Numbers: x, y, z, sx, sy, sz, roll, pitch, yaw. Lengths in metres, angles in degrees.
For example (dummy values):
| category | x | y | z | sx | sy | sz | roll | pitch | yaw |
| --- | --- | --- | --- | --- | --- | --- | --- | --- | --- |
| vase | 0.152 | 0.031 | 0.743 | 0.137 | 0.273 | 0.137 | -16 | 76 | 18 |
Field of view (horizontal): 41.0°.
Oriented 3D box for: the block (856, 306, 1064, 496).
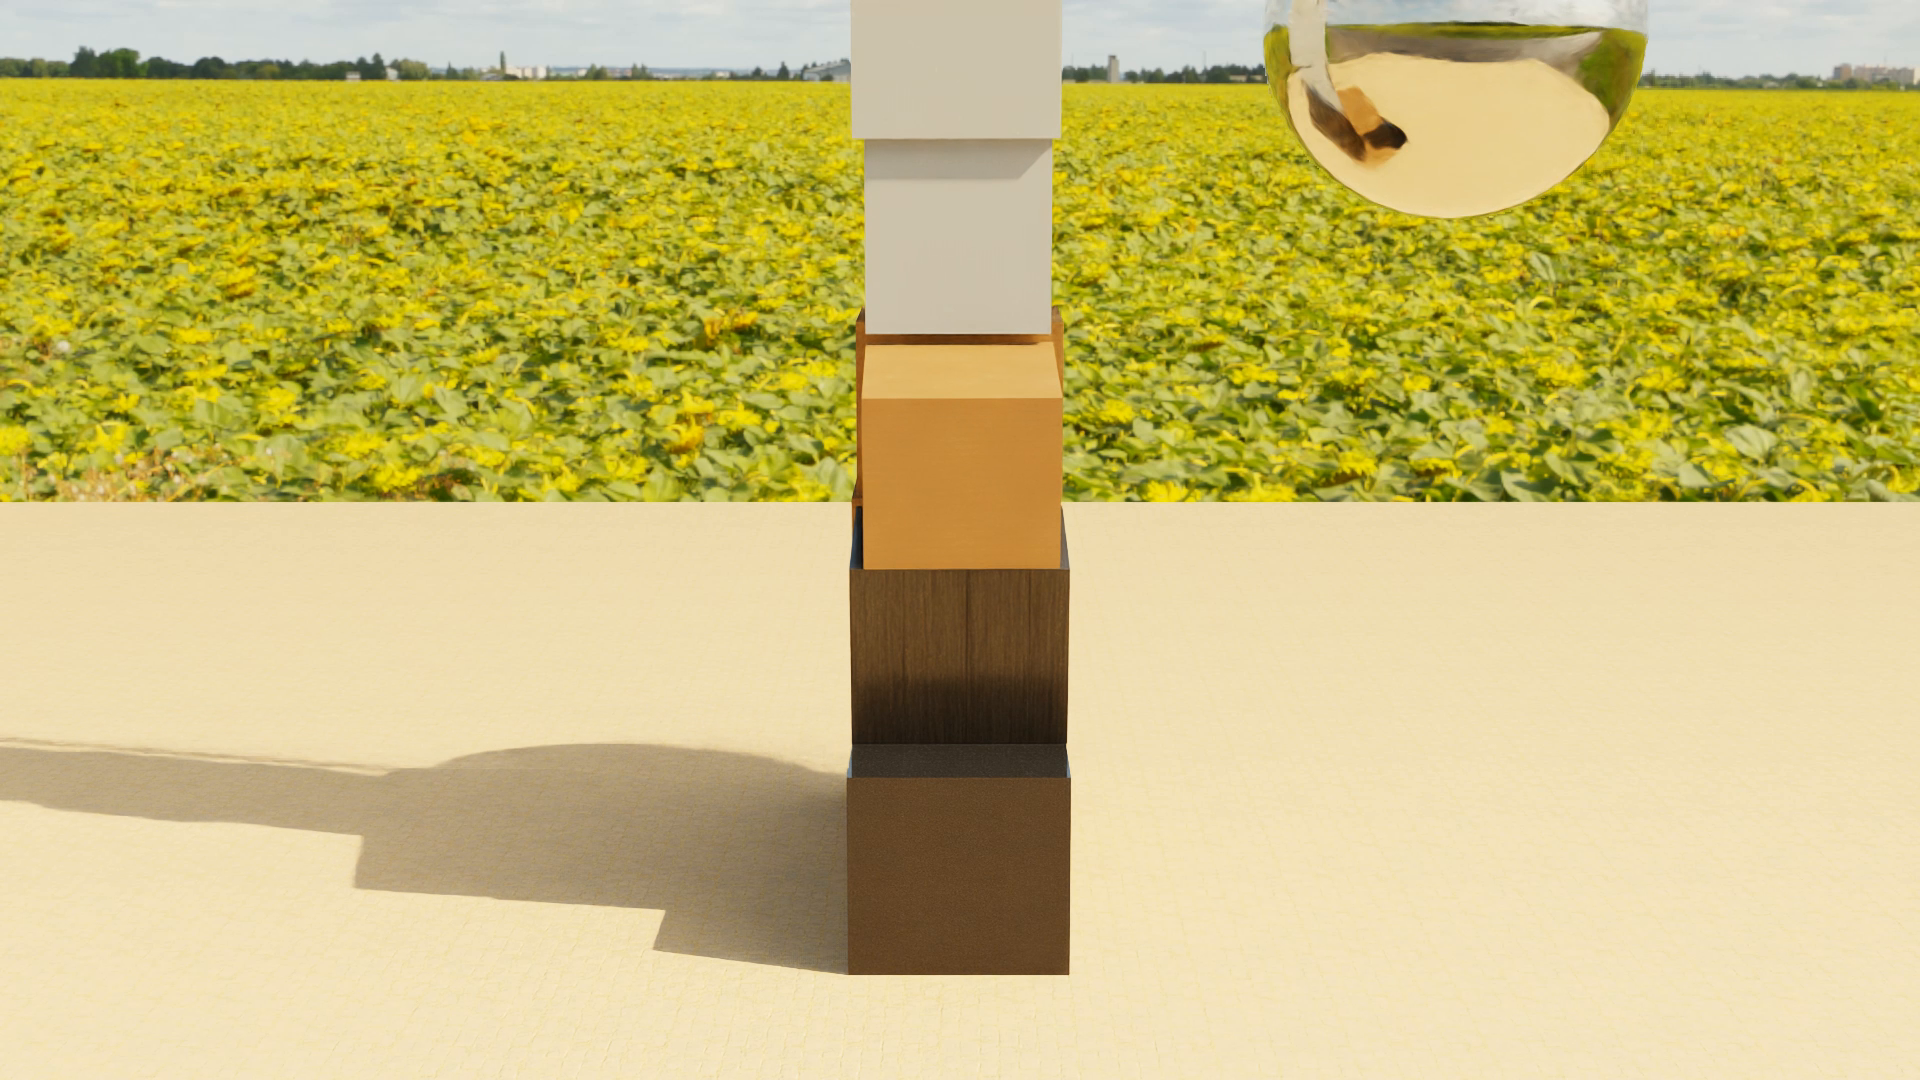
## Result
| category | x | y | z | sx | sy | sz | roll | pitch | yaw |
| --- | --- | --- | --- | --- | --- | --- | --- | --- | --- |
| block | -0.001 | -0.636 | 11.482 | 0.894 | 0.755 | 0.794 | 0 | 10 | 0 |

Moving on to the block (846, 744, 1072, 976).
| category | x | y | z | sx | sy | sz | roll | pitch | yaw |
| --- | --- | --- | --- | --- | --- | --- | --- | --- | --- |
| block | -0.004 | 1.241 | 10.487 | 0.874 | 0.807 | 0.893 | 0 | 10 | 0 |

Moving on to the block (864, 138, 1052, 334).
| category | x | y | z | sx | sy | sz | roll | pitch | yaw |
| --- | --- | --- | --- | --- | --- | --- | --- | --- | --- |
| block | -0.007 | -1.328 | 10.922 | 0.772 | 0.808 | 0.698 | 0 | 13 | 0 |

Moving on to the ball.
| category | x | y | z | sx | sy | sz | roll | pitch | yaw |
| --- | --- | --- | --- | --- | --- | --- | --- | --- | --- |
| ball | 2.074 | -2.155 | 10.788 | 1.600 | 1.600 | 1.600 | 0 | 10 | 0 |

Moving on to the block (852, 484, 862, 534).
| category | x | y | z | sx | sy | sz | roll | pitch | yaw |
| --- | --- | --- | --- | --- | --- | --- | --- | --- | --- |
| block | -0.016 | 0.142 | 11.605 | 0.904 | 0.821 | 0.916 | 0 | 10 | 0 |

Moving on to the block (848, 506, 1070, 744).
| category | x | y | z | sx | sy | sz | roll | pitch | yaw |
| --- | --- | --- | --- | --- | --- | --- | --- | --- | --- |
| block | -0.002 | 0.344 | 10.707 | 0.881 | 0.761 | 0.775 | 0 | 20 | 0 |

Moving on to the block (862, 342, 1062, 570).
| category | x | y | z | sx | sy | sz | roll | pitch | yaw |
| --- | --- | --- | --- | --- | --- | --- | --- | --- | --- |
| block | 0.003 | -0.356 | 10.480 | 0.782 | 0.710 | 0.812 | 0 | 20 | -1 |

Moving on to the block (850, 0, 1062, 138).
| category | x | y | z | sx | sy | sz | roll | pitch | yaw |
| --- | --- | --- | --- | --- | --- | --- | --- | --- | --- |
| block | -0.015 | -2.087 | 10.752 | 0.852 | 0.748 | 0.825 | 0 | 13 | 0 |
